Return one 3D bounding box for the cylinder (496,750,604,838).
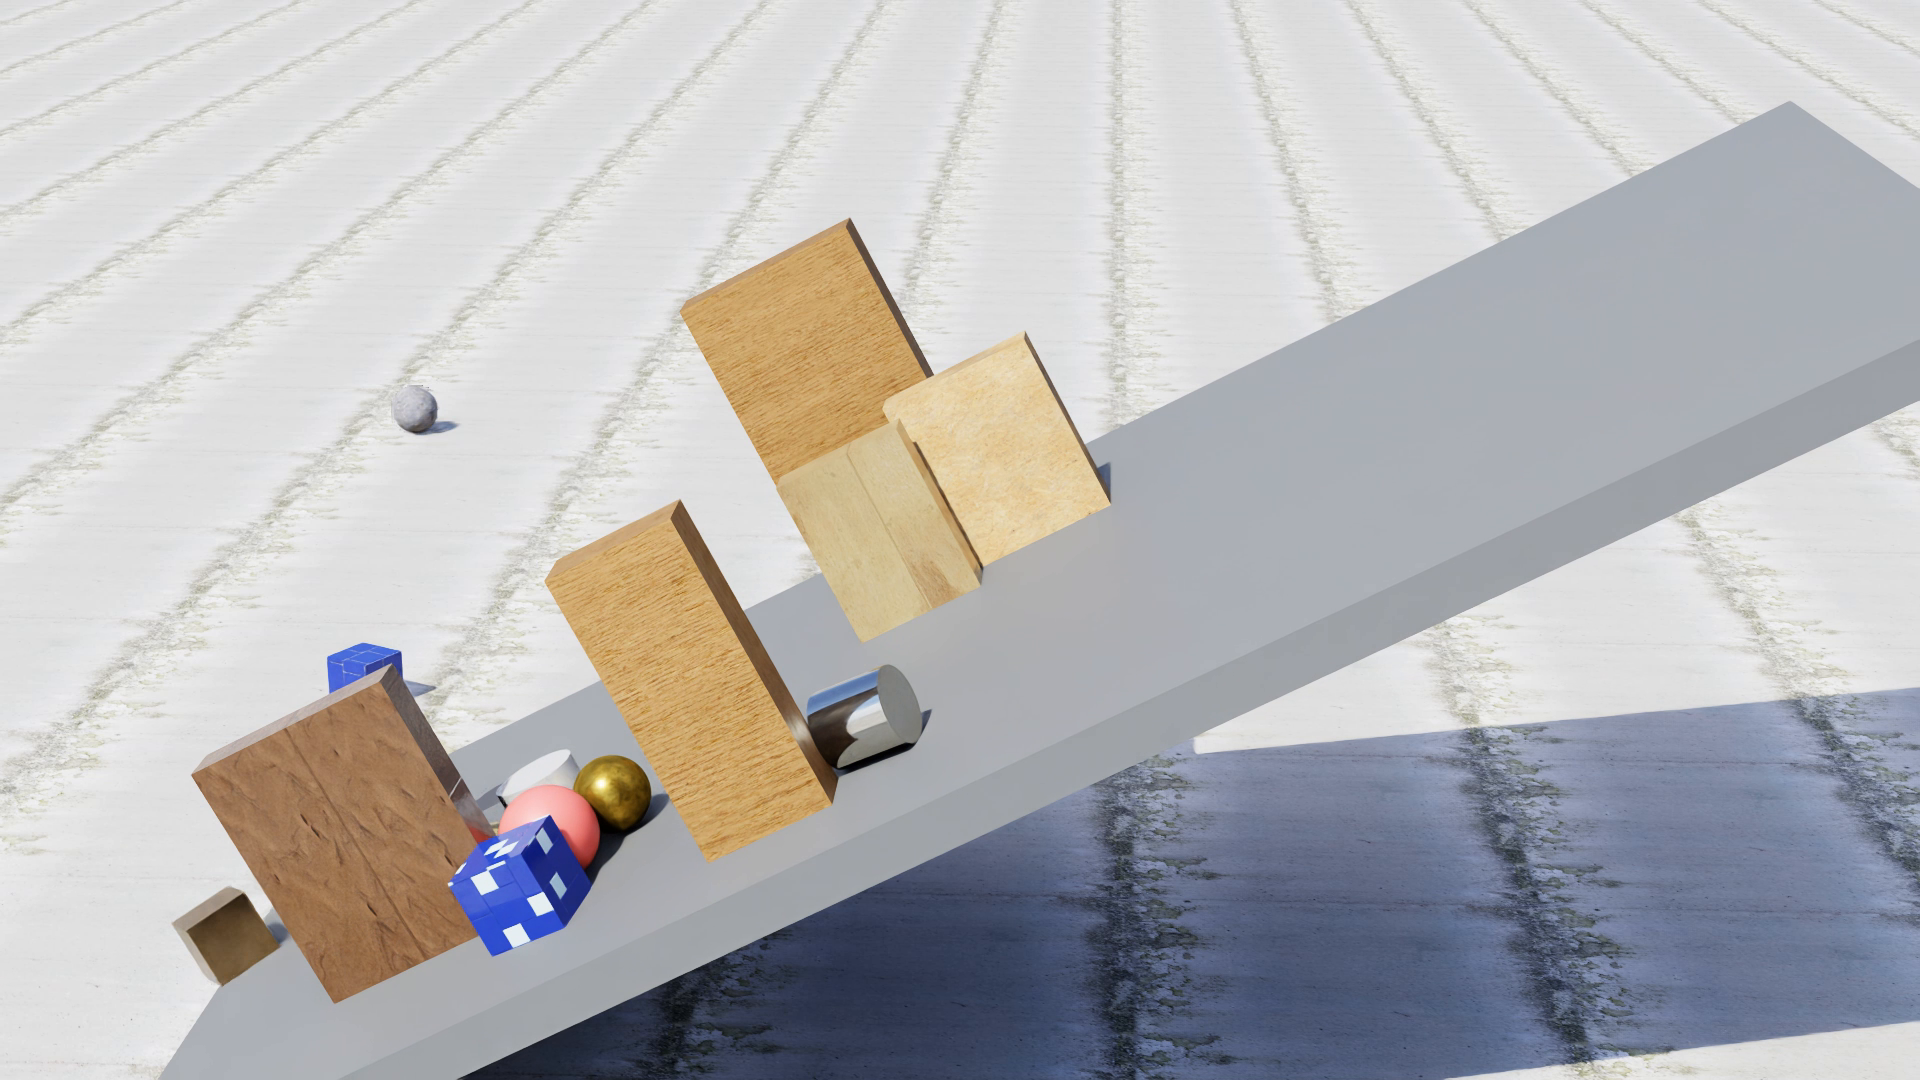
[{"bbox_3d":[-0.857,0.565,6.206,0.177,0.177,0.177,-27,14,7],"label":"cylinder"}]

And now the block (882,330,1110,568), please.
[{"bbox_3d":[0.085,-0.197,6.595,0.353,0.426,0.088,-26,14,10],"label":"block"}]

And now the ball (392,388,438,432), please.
[{"bbox_3d":[-2.128,-0.508,11.496,0.177,0.177,0.177,0,17,0],"label":"ball"}]

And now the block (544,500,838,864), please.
[{"bbox_3d":[-0.507,0.271,5.615,0.272,0.637,0.133,-26,14,10],"label":"block"}]

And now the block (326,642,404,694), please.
[{"bbox_3d":[-1.730,0.403,8.565,0.151,0.151,0.151,10,20,30],"label":"block"}]

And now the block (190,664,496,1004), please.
[{"bbox_3d":[-1.210,0.598,5.965,0.445,0.562,0.110,-26,14,10],"label":"block"}]

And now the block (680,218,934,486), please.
[{"bbox_3d":[-0.274,-0.309,6.946,0.440,0.781,0.121,-26,14,10],"label":"block"}]

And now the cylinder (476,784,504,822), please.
[{"bbox_3d":[-0.956,0.606,6.325,0.143,0.143,0.143,-27,14,7],"label":"cylinder"}]

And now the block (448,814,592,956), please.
[{"bbox_3d":[-0.867,0.682,5.812,0.174,0.174,0.174,-23,15,20],"label":"block"}]

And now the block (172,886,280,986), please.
[{"bbox_3d":[-1.660,0.893,6.643,0.152,0.152,0.152,-35,15,-23],"label":"block"}]

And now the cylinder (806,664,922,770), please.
[{"bbox_3d":[-0.186,0.345,5.725,0.162,0.162,0.162,-22,8,23],"label":"cylinder"}]

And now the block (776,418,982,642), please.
[{"bbox_3d":[-0.176,-0.019,6.514,0.300,0.401,0.098,-26,14,10],"label":"block"}]

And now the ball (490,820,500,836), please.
[{"bbox_3d":[-0.948,0.658,6.106,0.151,0.151,0.151,0,17,0],"label":"ball"}]

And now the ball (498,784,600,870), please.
[{"bbox_3d":[-0.835,0.600,5.981,0.205,0.205,0.205,0,17,0],"label":"ball"}]

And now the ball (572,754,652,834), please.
[{"bbox_3d":[-0.723,0.528,6.108,0.163,0.163,0.163,0,17,0],"label":"ball"}]

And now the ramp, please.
[{"bbox_3d":[0.140,0.167,6.281,4.000,0.100,2.000,-26,14,10],"label":"ramp"}]
